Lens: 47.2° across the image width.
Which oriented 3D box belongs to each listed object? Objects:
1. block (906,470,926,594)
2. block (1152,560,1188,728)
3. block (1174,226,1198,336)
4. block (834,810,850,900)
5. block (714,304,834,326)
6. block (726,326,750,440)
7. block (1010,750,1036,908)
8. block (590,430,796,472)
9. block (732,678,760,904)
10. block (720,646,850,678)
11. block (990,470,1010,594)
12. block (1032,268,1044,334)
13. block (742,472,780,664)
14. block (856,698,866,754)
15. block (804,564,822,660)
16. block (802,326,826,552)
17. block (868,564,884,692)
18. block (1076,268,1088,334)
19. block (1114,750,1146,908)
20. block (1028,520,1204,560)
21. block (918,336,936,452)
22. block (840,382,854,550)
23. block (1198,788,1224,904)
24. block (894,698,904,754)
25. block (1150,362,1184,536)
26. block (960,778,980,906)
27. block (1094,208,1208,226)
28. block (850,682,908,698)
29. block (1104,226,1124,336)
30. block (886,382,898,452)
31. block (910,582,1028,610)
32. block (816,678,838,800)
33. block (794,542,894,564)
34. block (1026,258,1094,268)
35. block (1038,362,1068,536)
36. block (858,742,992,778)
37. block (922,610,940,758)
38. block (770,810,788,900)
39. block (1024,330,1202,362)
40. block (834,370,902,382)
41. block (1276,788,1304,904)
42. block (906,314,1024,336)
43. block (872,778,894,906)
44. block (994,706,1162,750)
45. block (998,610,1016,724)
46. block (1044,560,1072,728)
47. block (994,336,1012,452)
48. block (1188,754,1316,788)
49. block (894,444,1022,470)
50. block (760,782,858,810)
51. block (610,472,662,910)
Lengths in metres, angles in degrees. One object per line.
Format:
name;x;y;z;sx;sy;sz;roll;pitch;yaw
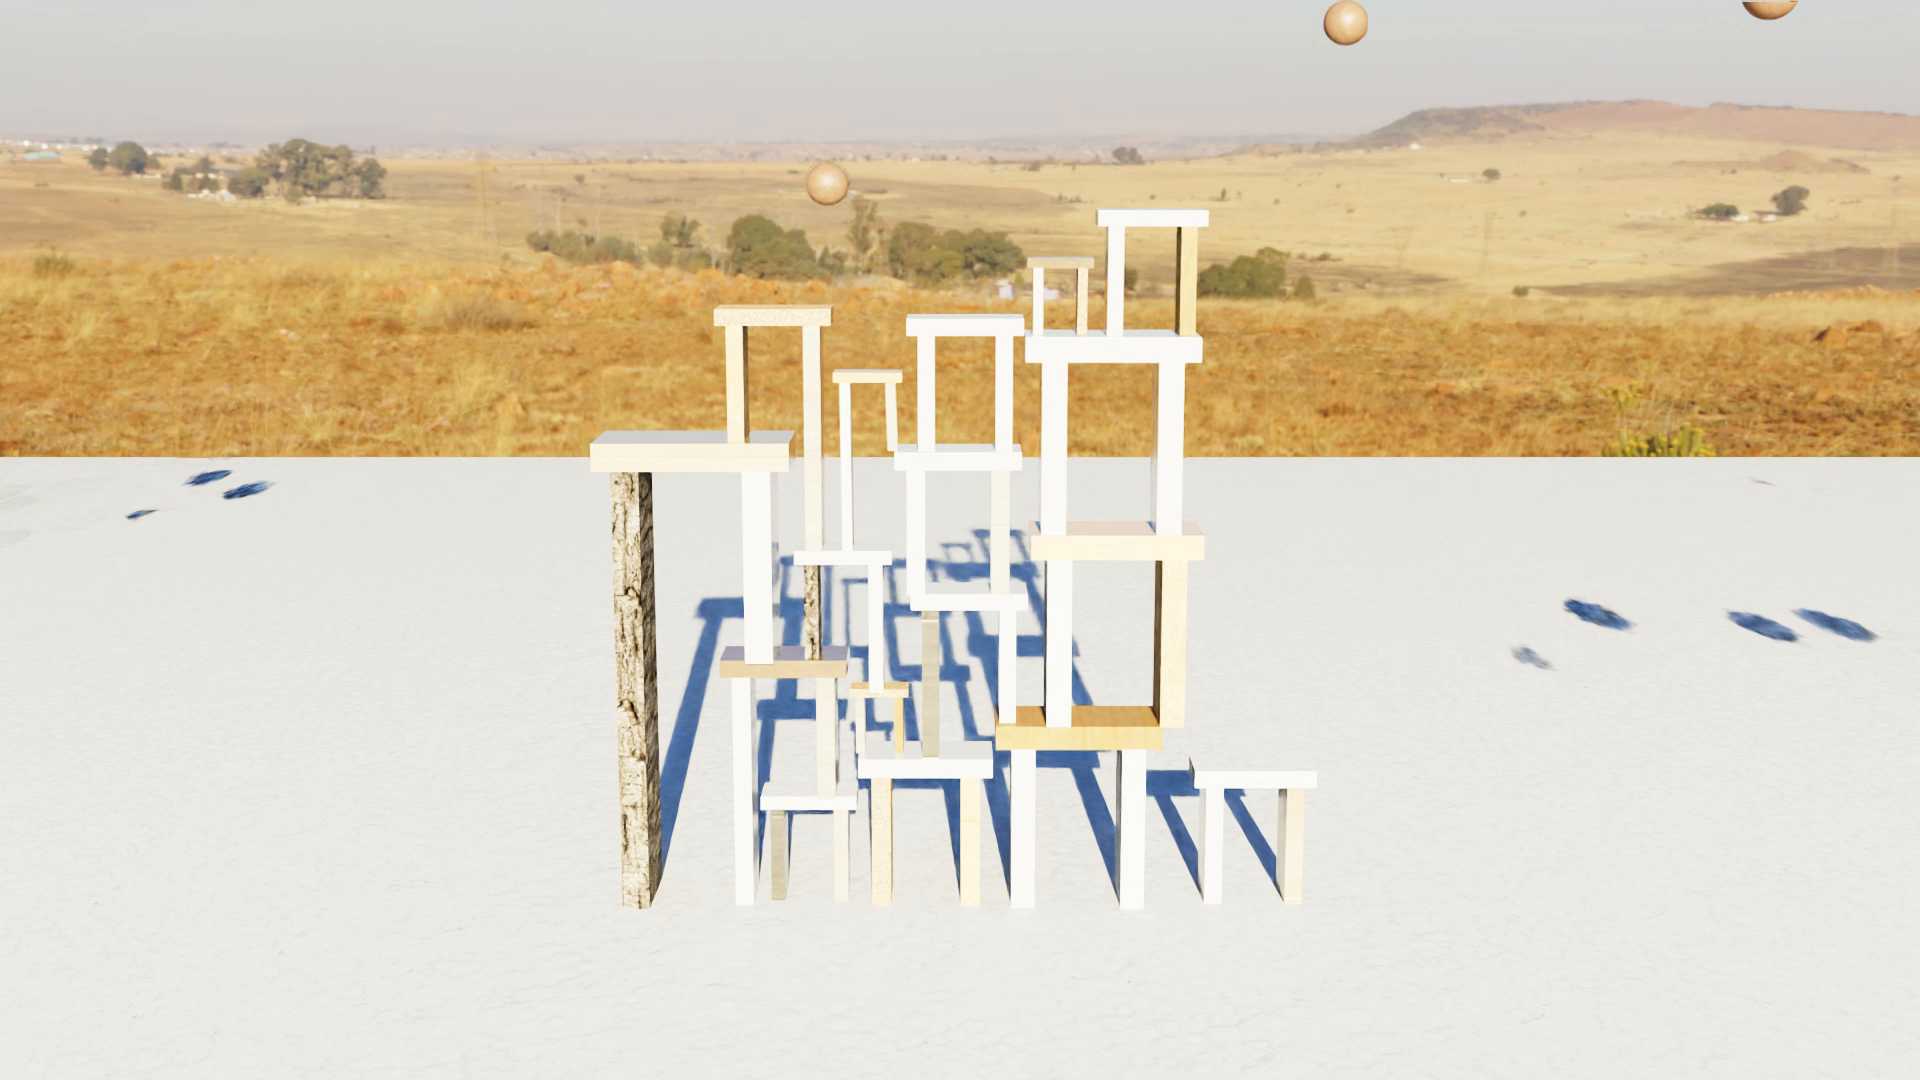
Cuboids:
block;-0.070;-0.020;3.556;0.029;0.202;0.101;0;11;0
block;0.342;0.154;3.587;0.039;0.274;0.137;0;11;0
block;0.358;-0.412;3.478;0.024;0.171;0.085;0;11;0
block;-0.196;0.512;3.659;0.022;0.157;0.078;0;10;0
block;-0.295;-0.358;3.497;0.183;0.026;0.091;0;11;0
block;-0.355;-0.255;3.517;0.026;0.183;0.091;0;11;0
block;0.103;0.459;3.642;0.038;0.268;0.134;0;11;0
block;-0.425;-0.143;3.535;0.311;0.044;0.156;0;11;0
block;-0.354;0.402;3.633;0.029;0.383;0.102;0;11;0
block;-0.286;0.199;3.595;0.204;0.029;0.102;0;11;0
block;0.064;-0.020;3.556;0.029;0.202;0.101;0;11;0
block;0.124;-0.380;3.488;0.015;0.104;0.052;0;10;0
block;-0.322;0.031;3.568;0.044;0.311;0.156;0;11;0
block;-0.163;0.298;3.618;0.013;0.094;0.047;-1;11;0
block;-0.239;0.109;3.576;0.022;0.156;0.078;0;11;0
block;-0.234;-0.168;3.533;0.026;0.360;0.091;0;11;0
block;-0.136;0.136;3.581;0.022;0.211;0.078;0;11;0
block;0.193;-0.380;3.488;0.015;0.104;0.052;0;10;0
block;0.282;0.459;3.642;0.038;0.268;0.134;0;11;0
block;0.250;0.000;3.558;0.274;0.039;0.137;0;11;0
block;-0.053;-0.239;3.519;0.026;0.185;0.092;0;11;0
block;-0.182;-0.122;3.534;0.015;0.269;0.054;0;11;0
block;0.416;0.493;3.651;0.028;0.198;0.099;0;11;0
block;-0.100;0.298;3.618;0.013;0.094;0.047;0;11;0
block;0.332;-0.155;3.532;0.039;0.275;0.138;0;11;0
block;0.017;0.484;3.645;0.031;0.218;0.109;0;11;0
block;0.301;-0.508;3.462;0.171;0.024;0.086;0;11;0
block;-0.132;0.246;3.607;0.095;0.013;0.047;0;11;0
block;0.244;-0.412;3.479;0.024;0.171;0.085;0;11;0
block;-0.109;-0.200;3.520;0.015;0.109;0.054;-2;11;0
block;0.015;0.091;3.578;0.187;0.027;0.094;0;11;0
block;-0.218;0.314;3.617;0.029;0.204;0.102;0;11;0
block;-0.188;0.022;3.560;0.156;0.022;0.078;0;11;0
block;0.159;-0.438;3.476;0.104;0.015;0.052;0;10;1
block;0.149;-0.155;3.532;0.039;0.275;0.138;0;11;0
block;-0.056;0.361;3.622;0.218;0.031;0.109;0;11;0
block;-0.048;0.225;3.603;0.027;0.245;0.094;0;11;0
block;-0.300;0.512;3.659;0.022;0.157;0.078;0;11;0
block;0.241;-0.309;3.502;0.275;0.039;0.138;0;11;0
block;-0.146;-0.262;3.508;0.109;0.015;0.054;0;11;0
block;0.548;0.493;3.651;0.028;0.198;0.099;0;11;0
block;0.008;-0.343;3.500;0.185;0.026;0.092;0;11;0
block;-0.128;0.484;3.645;0.031;0.218;0.109;0;11;0
block;0.192;0.308;3.614;0.268;0.038;0.134;0;11;0
block;0.077;0.197;3.598;0.027;0.187;0.094;0;11;0
block;0.159;0.154;3.586;0.039;0.275;0.137;0;11;0
block;0.070;-0.239;3.519;0.026;0.184;0.092;0;11;0
block;0.482;0.381;3.631;0.198;0.028;0.099;0;11;0
block;-0.003;-0.133;3.535;0.202;0.029;0.101;0;11;0
block;-0.248;0.424;3.643;0.157;0.022;0.078;0;11;0
block;-0.529;0.234;3.606;0.044;0.723;0.156;0;11;0
